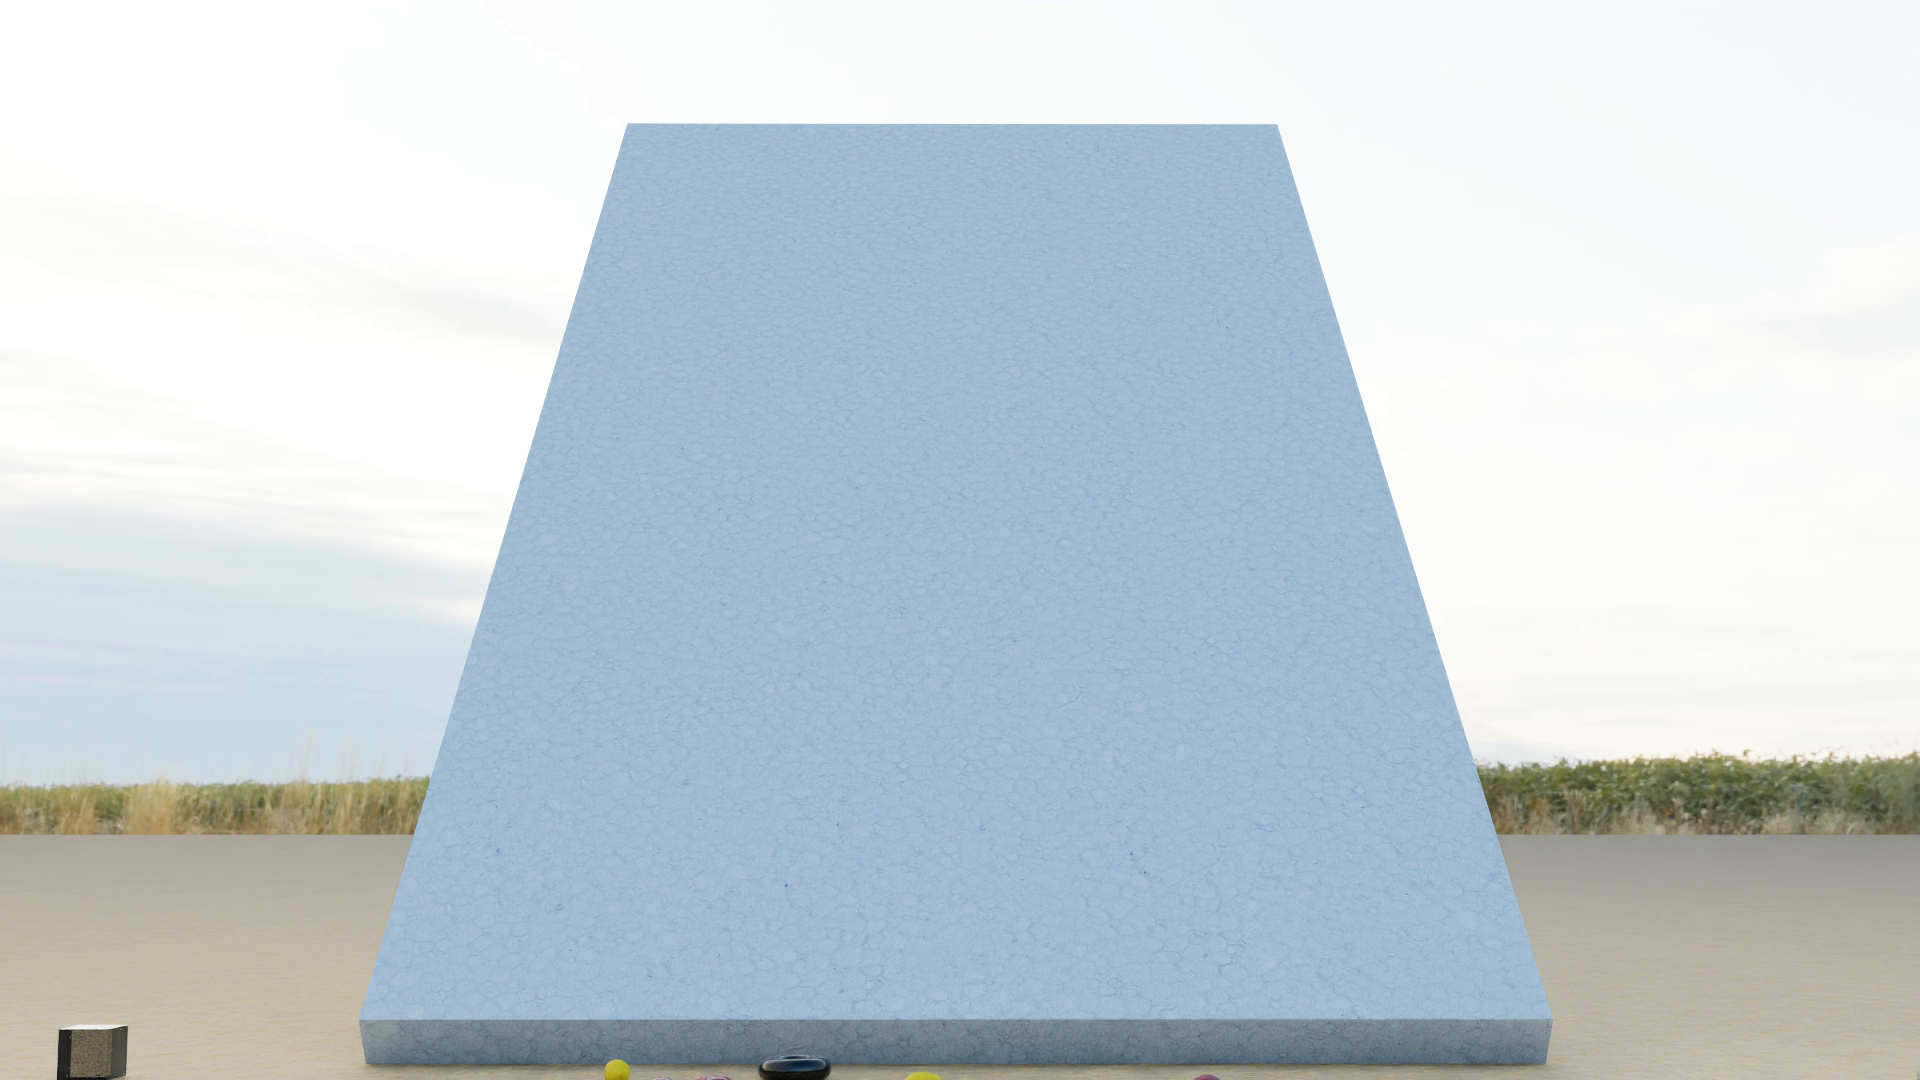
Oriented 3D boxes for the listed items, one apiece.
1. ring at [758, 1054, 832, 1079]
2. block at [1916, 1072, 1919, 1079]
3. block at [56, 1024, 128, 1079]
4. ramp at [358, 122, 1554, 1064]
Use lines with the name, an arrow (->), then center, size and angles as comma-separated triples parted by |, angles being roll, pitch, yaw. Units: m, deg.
ring -> -0.260, 0.834, 3.843 | 0.117, 0.039, 0.117 | -1, -7, 0
block -> 1.286, 0.723, 3.104 | 0.086, 0.086, 0.086 | 3, -7, -24
block -> -1.388, 0.820, 3.899 | 0.080, 0.080, 0.080 | 0, -7, 3
ramp -> -0.014, -0.197, 5.811 | 2.000, 0.100, 4.000 | 0, 31, 0
